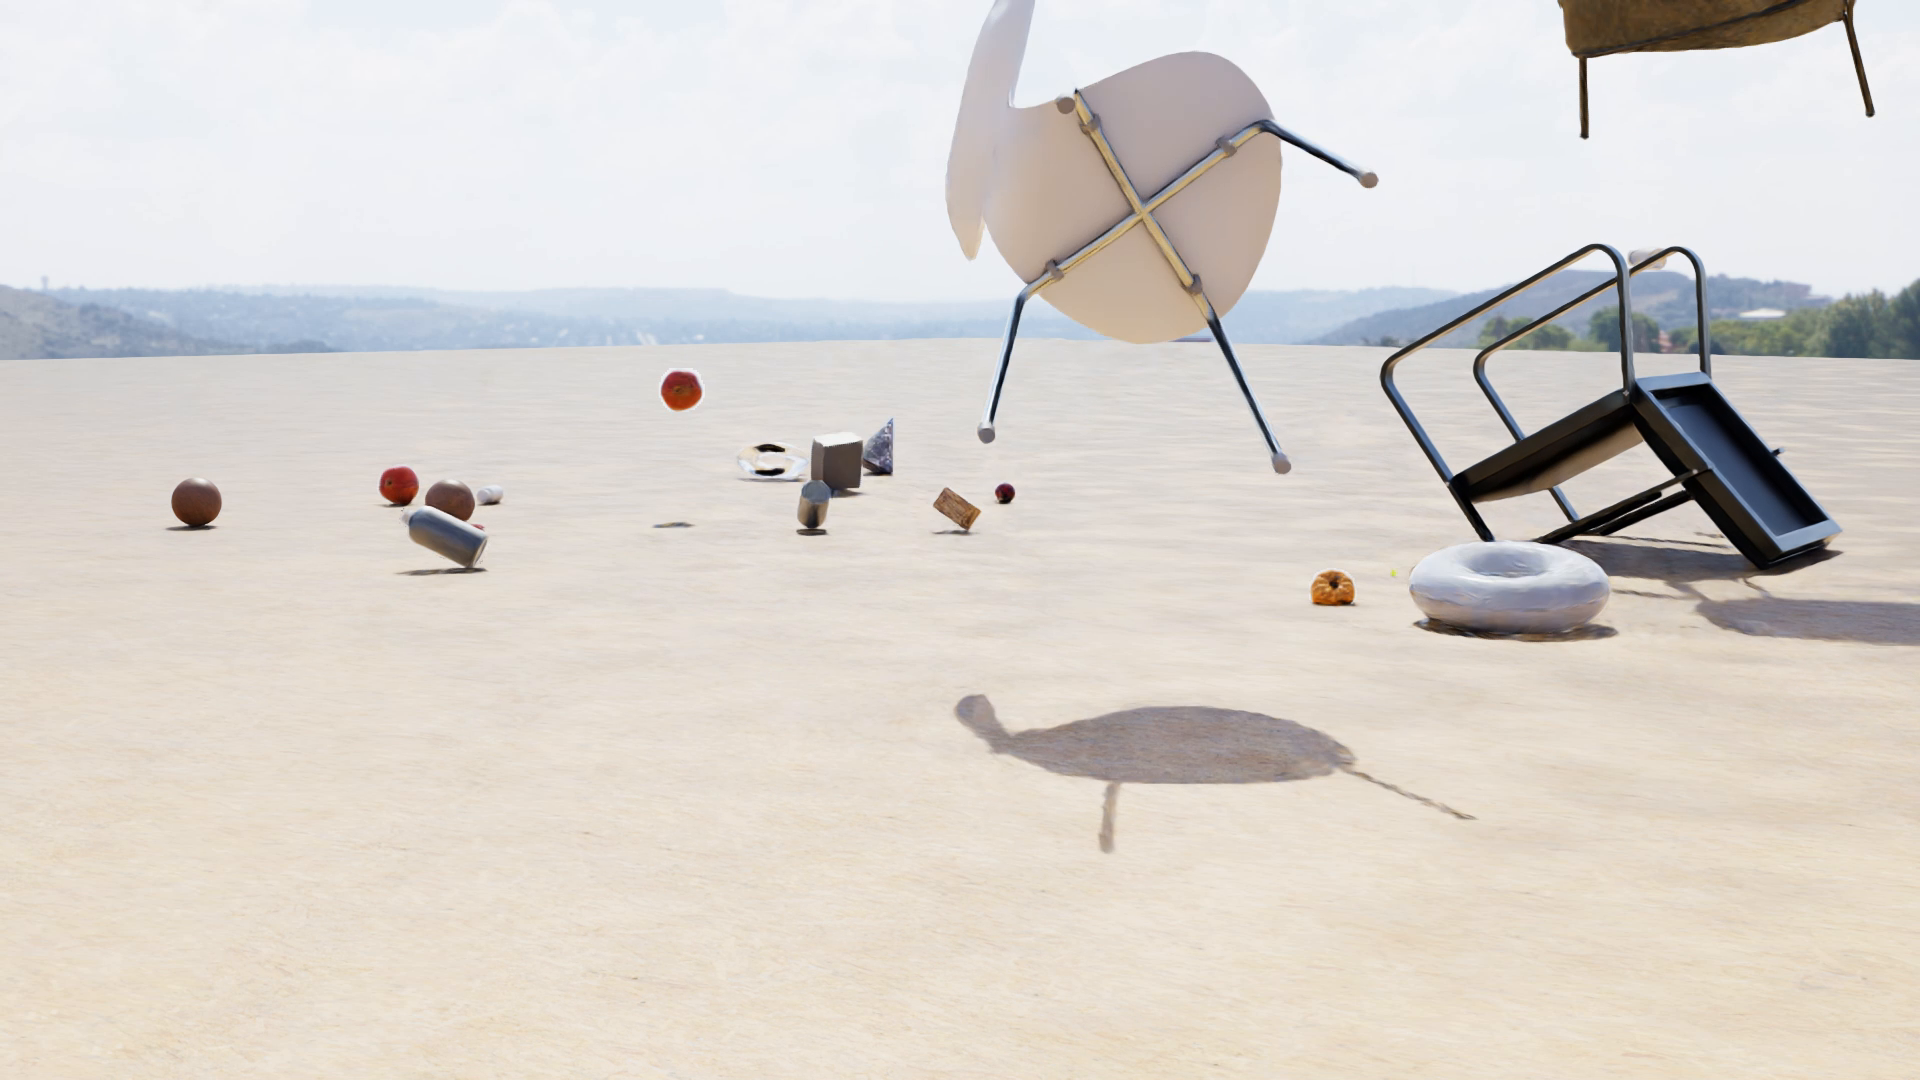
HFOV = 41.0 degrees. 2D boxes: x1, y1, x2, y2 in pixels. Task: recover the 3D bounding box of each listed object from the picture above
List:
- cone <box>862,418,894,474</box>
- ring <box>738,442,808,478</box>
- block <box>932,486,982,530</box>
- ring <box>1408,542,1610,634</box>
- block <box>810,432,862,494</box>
[{"bbox_3d":[-0.258,-0.328,8.547,0.157,0.185,0.133,30,-13,-33],"label":"cone"},{"bbox_3d":[-0.608,-0.259,8.339,0.240,0.123,0.085,4,-11,11],"label":"ring"},{"bbox_3d":[-0.008,-0.081,6.633,0.092,0.063,0.064,36,2,32],"label":"block"},{"bbox_3d":[1.039,0.089,4.864,0.353,0.106,0.387,-17,20,-40],"label":"ring"},{"bbox_3d":[-0.376,-0.237,7.817,0.131,0.154,0.078,-10,28,-29],"label":"block"}]
